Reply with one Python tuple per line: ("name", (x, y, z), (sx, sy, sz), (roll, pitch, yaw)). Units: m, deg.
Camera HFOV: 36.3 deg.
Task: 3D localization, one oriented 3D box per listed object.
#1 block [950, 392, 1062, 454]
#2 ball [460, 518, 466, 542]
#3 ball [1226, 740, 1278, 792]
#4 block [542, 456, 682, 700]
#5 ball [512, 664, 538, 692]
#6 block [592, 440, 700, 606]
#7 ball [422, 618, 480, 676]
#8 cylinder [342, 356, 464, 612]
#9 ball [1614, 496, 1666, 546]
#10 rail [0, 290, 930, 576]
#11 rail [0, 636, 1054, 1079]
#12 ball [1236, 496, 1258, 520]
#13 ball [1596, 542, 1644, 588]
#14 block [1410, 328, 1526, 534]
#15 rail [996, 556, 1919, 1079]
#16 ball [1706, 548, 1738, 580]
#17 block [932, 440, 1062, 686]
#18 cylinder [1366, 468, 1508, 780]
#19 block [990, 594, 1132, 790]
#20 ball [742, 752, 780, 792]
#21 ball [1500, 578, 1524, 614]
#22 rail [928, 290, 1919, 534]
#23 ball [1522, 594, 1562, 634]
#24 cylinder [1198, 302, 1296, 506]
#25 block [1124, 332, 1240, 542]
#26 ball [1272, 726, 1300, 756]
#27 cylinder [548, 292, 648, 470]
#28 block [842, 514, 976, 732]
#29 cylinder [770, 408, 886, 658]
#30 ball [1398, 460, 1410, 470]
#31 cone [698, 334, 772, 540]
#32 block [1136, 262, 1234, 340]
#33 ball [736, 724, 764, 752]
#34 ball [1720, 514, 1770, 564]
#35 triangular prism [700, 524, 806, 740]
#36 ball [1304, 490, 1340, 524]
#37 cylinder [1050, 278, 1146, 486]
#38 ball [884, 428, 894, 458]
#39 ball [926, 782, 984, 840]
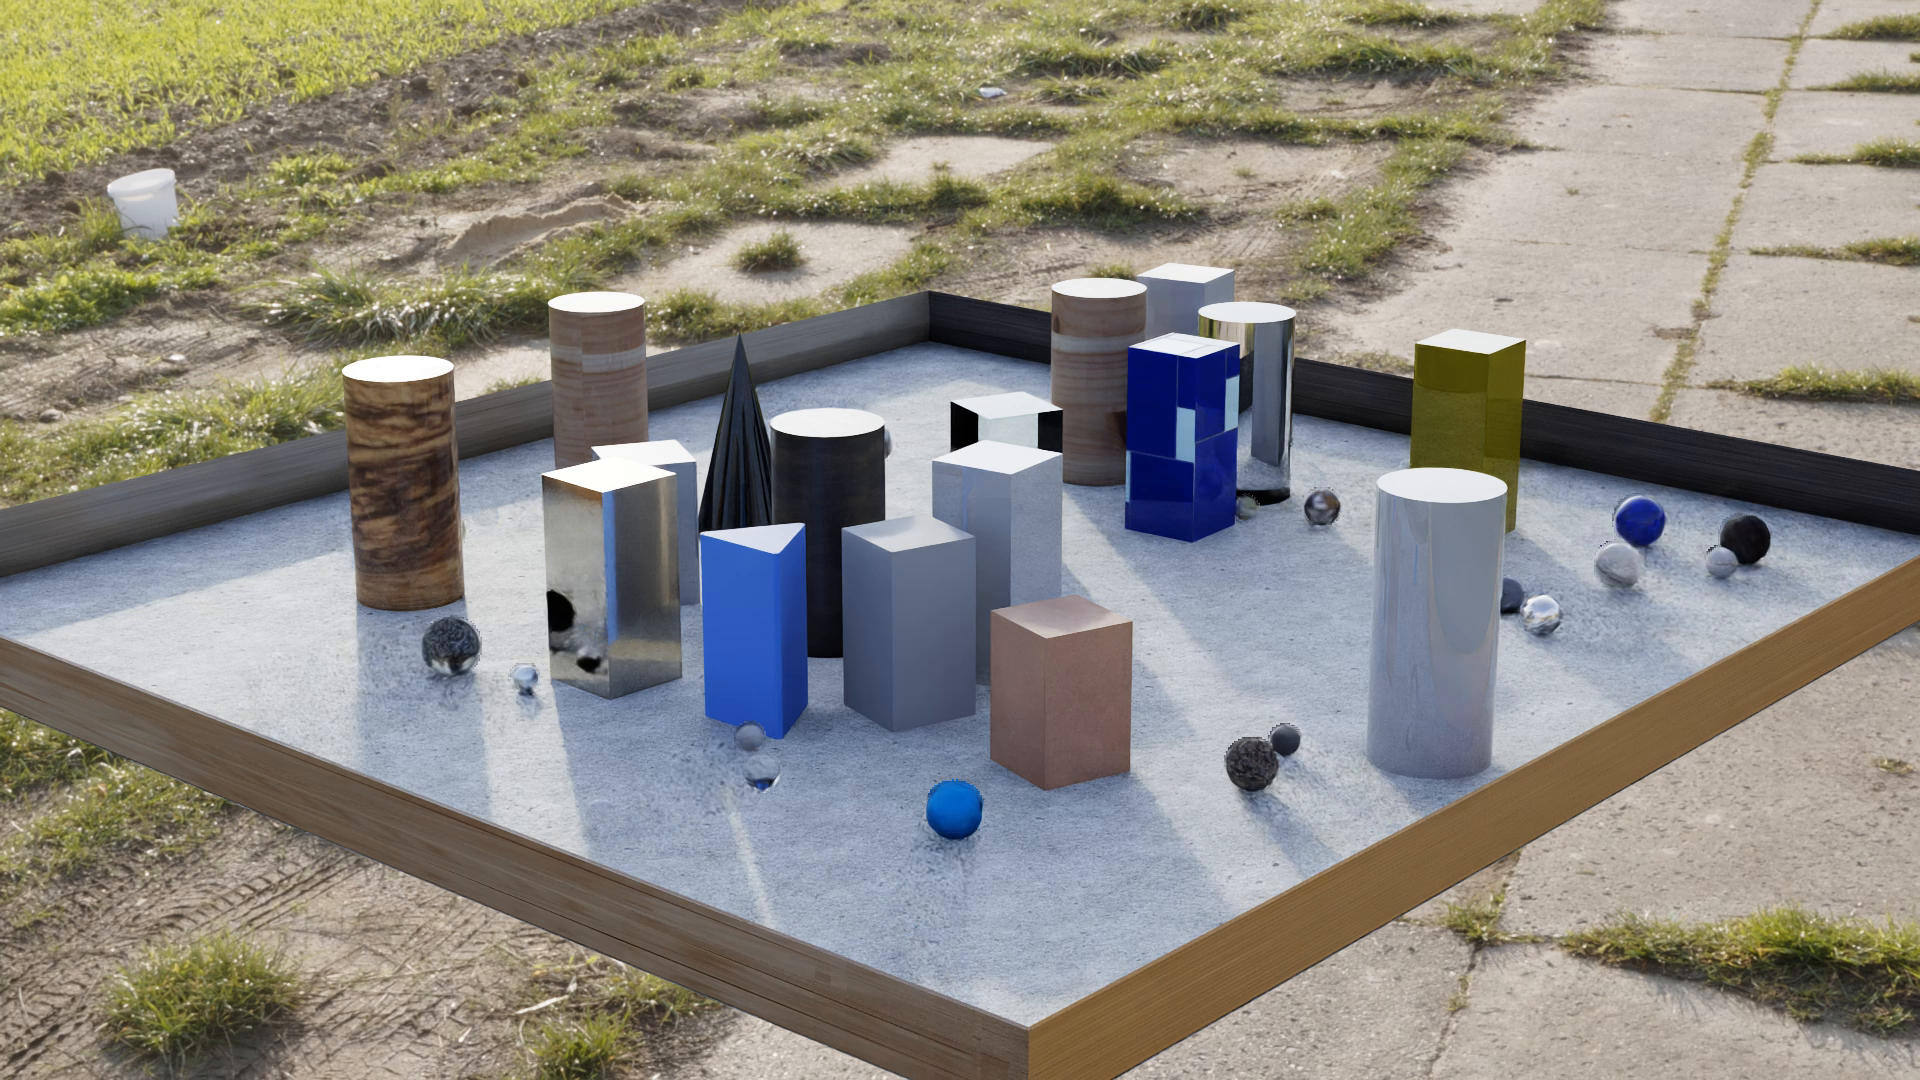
("block", (0.083, -0.109, 5.310), (0.149, 0.280, 0.149), (-9, 19, -26))
("ball", (-0.939, -0.017, 5.377), (0.065, 0.065, 0.065), (0, 17, 0))
("ball", (0.421, 0.325, 4.231), (0.075, 0.075, 0.075), (0, 17, 0))
("block", (-0.551, 0.059, 4.654), (0.149, 0.339, 0.149), (16, 23, 42))
("ball", (-0.689, 0.218, 4.639), (0.042, 0.042, 0.042), (0, 17, 0))
("block", (-0.544, -0.026, 5.079), (0.149, 0.255, 0.149), (-6, 18, -19))
("ball", (-0.817, 0.172, 4.706), (0.093, 0.093, 0.093), (0, 17, 0))
("cylinder", (-0.959, -0.098, 5.060), (0.187, 0.405, 0.187), (0, 17, 0))
("ball", (1.252, -0.036, 5.393), (0.092, 0.092, 0.092), (0, 17, 0))
("rail", (-0.994, -0.220, 5.947), (0.045, 0.121, 2.856), (14, 22, 39))
("rail", (-0.921, 0.337, 4.106), (2.681, 0.121, 0.045), (14, 22, 39))
("ball", (0.539, -0.060, 5.535), (0.046, 0.046, 0.046), (0, 17, 0))
("ball", (1.157, 0.045, 5.144), (0.082, 0.082, 0.082), (0, 17, 0))
("block", (0.938, -0.190, 5.434), (0.149, 0.365, 0.149), (12, 21, 35))
("rail", (0.994, 0.280, 4.295), (0.045, 0.121, 2.856), (14, 22, 39))
("ball", (1.351, 0.041, 5.201), (0.056, 0.056, 0.056), (0, 17, 0))
("block", (0.060, 0.039, 4.690), (0.149, 0.357, 0.149), (11, 20, 33))
("cylinder", (0.698, 0.121, 4.307), (0.187, 0.420, 0.187), (0, 17, 0))
("block", (0.148, 0.221, 4.300), (0.149, 0.233, 0.149), (-10, 20, -30))
("ball", (-0.286, 0.335, 4.232), (0.055, 0.055, 0.055), (0, 17, 0))
("ball", (0.934, 0.095, 5.014), (0.060, 0.060, 0.060), (0, 17, 0))
("rail", (0.921, -0.277, 6.136), (2.681, 0.121, 0.045), (14, 22, 39))
("ball", (0.973, 0.125, 4.904), (0.067, 0.067, 0.067), (0, 17, 0))
("cylinder", (0.552, -0.265, 5.685), (0.187, 0.362, 0.187), (0, 17, 0))
("block", (0.414, -0.193, 5.467), (0.149, 0.350, 0.149), (12, 21, 35))
("ball", (0.485, 0.299, 4.370), (0.044, 0.044, 0.044), (0, 17, 0))
("cylinder", (-0.710, -0.292, 5.777), (0.187, 0.361, 0.187), (0, 17, 0))
("block", (-0.079, 0.126, 4.520), (0.149, 0.288, 0.149), (-10, 20, -31))
("cylinder", (-0.216, -0.013, 4.830), (0.187, 0.374, 0.187), (0, 17, 0))
("ball", (0.885, -0.113, 5.653), (0.090, 0.090, 0.090), (0, 17, 0))
("cone", (-0.404, -0.199, 5.426), (0.187, 0.385, 0.187), (0, 17, 0))
("block", (0.458, -0.364, 5.998), (0.149, 0.371, 0.149), (9, 19, 28))
("ball", (-0.313, 0.296, 4.384), (0.042, 0.042, 0.042), (0, 17, 0))
("ball", (1.416, -0.002, 5.286), (0.089, 0.089, 0.089), (0, 17, 0))
("triangular prism", (-0.287, 0.130, 4.496), (0.162, 0.294, 0.140), (14, 22, 39))
("ball", (0.682, -0.062, 5.523), (0.067, 0.067, 0.067), (0, 17, 0))
("cylinder", (0.273, -0.314, 5.817), (0.187, 0.380, 0.187), (0, 17, 0))
("ball", (-0.176, -0.194, 5.934), (0.082, 0.082, 0.082), (0, 17, 0))
("ball", (-0.007, 0.375, 4.057), (0.079, 0.079, 0.079), (0, 17, 0))
